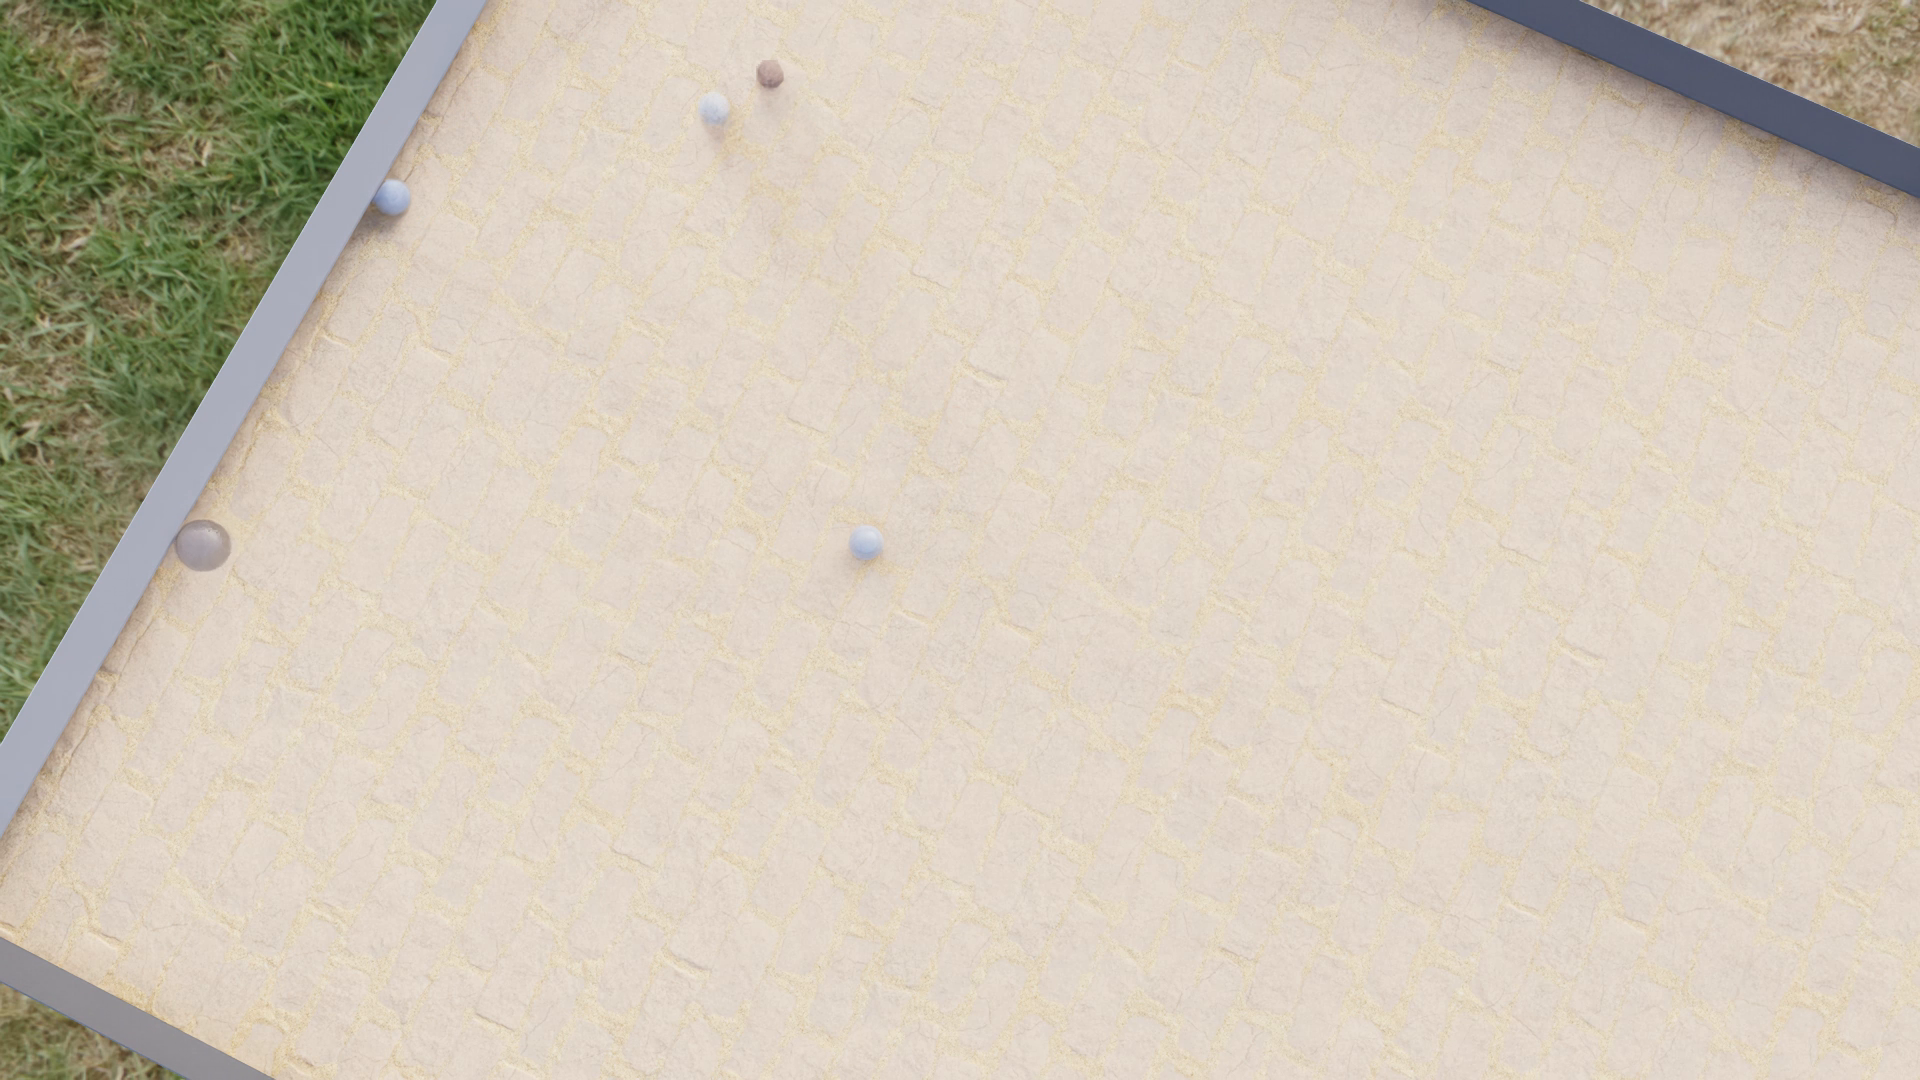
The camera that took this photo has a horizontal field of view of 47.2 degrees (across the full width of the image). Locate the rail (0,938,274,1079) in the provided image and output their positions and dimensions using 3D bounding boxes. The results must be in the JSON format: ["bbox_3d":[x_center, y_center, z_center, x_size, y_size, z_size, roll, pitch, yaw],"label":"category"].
[{"bbox_3d":[0.484,1.480,2.956,4.411,0.114,0.045,25,78,6],"label":"rail"}]

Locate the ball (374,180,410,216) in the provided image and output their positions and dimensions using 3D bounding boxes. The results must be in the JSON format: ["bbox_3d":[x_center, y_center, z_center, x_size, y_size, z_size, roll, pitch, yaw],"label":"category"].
[{"bbox_3d":[-0.891,-0.537,3.447,0.056,0.056,0.056,0,77,0],"label":"ball"}]

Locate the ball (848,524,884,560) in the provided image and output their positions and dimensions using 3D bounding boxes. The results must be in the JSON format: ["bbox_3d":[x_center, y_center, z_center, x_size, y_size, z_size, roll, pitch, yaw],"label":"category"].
[{"bbox_3d":[-0.142,0.004,3.325,0.053,0.053,0.053,0,77,0],"label":"ball"}]

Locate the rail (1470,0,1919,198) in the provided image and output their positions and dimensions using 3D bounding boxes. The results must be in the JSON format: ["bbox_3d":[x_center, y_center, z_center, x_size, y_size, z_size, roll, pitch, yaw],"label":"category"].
[{"bbox_3d":[1.499,-0.552,3.420,4.411,0.114,0.045,25,78,6],"label":"rail"}]

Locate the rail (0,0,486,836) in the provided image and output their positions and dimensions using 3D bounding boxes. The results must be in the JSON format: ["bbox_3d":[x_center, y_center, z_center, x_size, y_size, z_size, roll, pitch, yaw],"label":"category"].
[{"bbox_3d":[-0.970,-0.467,3.401,0.045,0.114,2.366,25,78,6],"label":"rail"}]

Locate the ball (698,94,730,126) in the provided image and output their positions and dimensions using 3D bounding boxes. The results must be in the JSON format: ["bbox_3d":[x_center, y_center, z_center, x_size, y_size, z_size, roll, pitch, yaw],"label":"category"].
[{"bbox_3d":[-0.389,-0.682,3.484,0.049,0.049,0.049,0,77,0],"label":"ball"}]

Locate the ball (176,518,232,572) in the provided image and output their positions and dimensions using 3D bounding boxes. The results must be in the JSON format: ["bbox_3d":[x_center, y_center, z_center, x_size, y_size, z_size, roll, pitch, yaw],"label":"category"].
[{"bbox_3d":[-1.139,0.008,3.310,0.080,0.080,0.080,0,77,0],"label":"ball"}]

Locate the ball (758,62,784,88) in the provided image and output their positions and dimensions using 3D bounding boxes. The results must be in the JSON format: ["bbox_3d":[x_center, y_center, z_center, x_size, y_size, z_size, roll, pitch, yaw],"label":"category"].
[{"bbox_3d":[-0.302,-0.740,3.500,0.043,0.043,0.043,0,77,0],"label":"ball"}]
